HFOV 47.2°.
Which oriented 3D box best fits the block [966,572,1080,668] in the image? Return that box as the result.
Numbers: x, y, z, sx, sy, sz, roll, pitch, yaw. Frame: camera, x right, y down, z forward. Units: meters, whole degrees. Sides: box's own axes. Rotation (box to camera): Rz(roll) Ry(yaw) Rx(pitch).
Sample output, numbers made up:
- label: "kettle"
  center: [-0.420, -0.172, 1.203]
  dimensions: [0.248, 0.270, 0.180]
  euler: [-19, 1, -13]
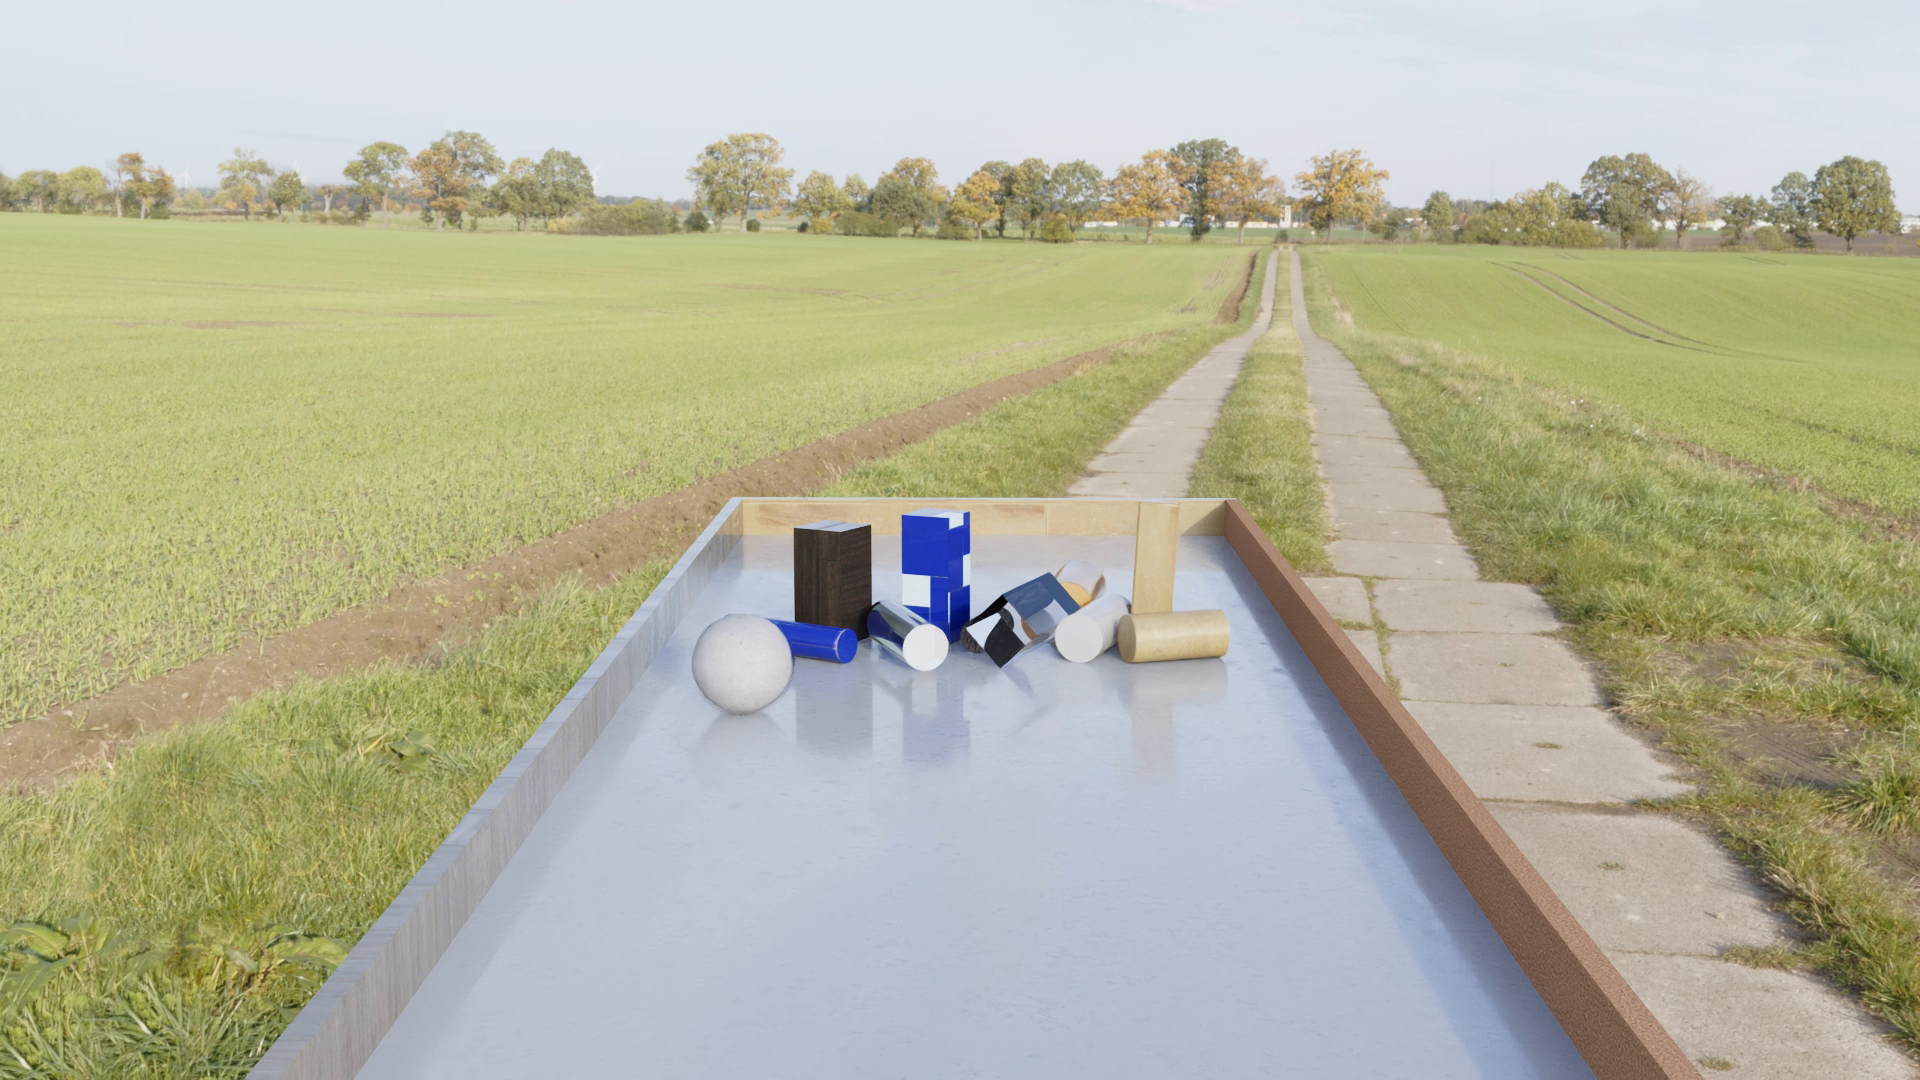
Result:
- label: "block"
  center: [0.202, 0.243, 6.752]
  dimensions: [0.161, 0.161, 0.425]
  euler: [-44, -9, 22]

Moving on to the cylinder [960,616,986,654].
- label: "cylinder"
  center: [0.116, 0.269, 6.967]
  dimensions: [0.109, 0.109, 0.387]
  euler: [3, 10, 19]

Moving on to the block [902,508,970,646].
- label: "block"
  center: [-0.076, 0.114, 6.993]
  dimensions: [0.162, 0.405, 0.162]
  euler: [4, 10, 25]

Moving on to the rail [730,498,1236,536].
- label: "rail"
  center: [0.099, -0.098, 9.147]
  dimensions: [2.100, 0.150, 0.050]
  euler: [0, 9, 1]

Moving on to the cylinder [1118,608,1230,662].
- label: "cylinder"
  center: [0.650, 0.291, 6.697]
  dimensions: [0.307, 0.148, 0.148]
  euler: [-3, 9, -18]

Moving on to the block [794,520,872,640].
- label: "block"
  center: [-0.404, 0.135, 6.995]
  dimensions: [0.179, 0.364, 0.179]
  euler: [5, 10, 29]

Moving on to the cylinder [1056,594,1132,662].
- label: "cylinder"
  center: [0.423, 0.271, 6.820]
  dimensions: [0.151, 0.151, 0.368]
  euler: [3, 10, 20]

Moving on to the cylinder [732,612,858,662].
- label: "cylinder"
  center: [-0.529, 0.301, 6.779]
  dimensions: [0.456, 0.104, 0.104]
  euler: [6, 11, 34]

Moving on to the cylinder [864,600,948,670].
- label: "cylinder"
  center: [-0.168, 0.289, 6.740]
  dimensions: [0.141, 0.141, 0.426]
  euler: [-3, 9, -18]

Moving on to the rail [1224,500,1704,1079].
- label: "rail"
  center: [1.046, 0.843, 3.208]
  dimensions: [0.050, 0.150, 12.000]
  euler: [0, 9, 1]

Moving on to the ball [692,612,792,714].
- label: "ball"
  center: [-0.595, 0.336, 6.009]
  dimensions: [0.275, 0.275, 0.275]
  euler: [0, 9, 0]

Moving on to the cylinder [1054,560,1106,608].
- label: "cylinder"
  center: [0.372, 0.190, 7.243]
  dimensions: [0.179, 0.179, 0.436]
  euler: [1, 9, 9]

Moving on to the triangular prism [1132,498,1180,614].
- label: "triangular prism"
  center: [0.596, 0.099, 6.933]
  dimensions: [0.131, 0.450, 0.114]
  euler: [2, 7, -13]

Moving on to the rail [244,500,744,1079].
- label: "rail"
  center: [-1.004, 0.839, 3.234]
  dimensions: [0.050, 0.150, 12.000]
  euler: [0, 9, 1]
